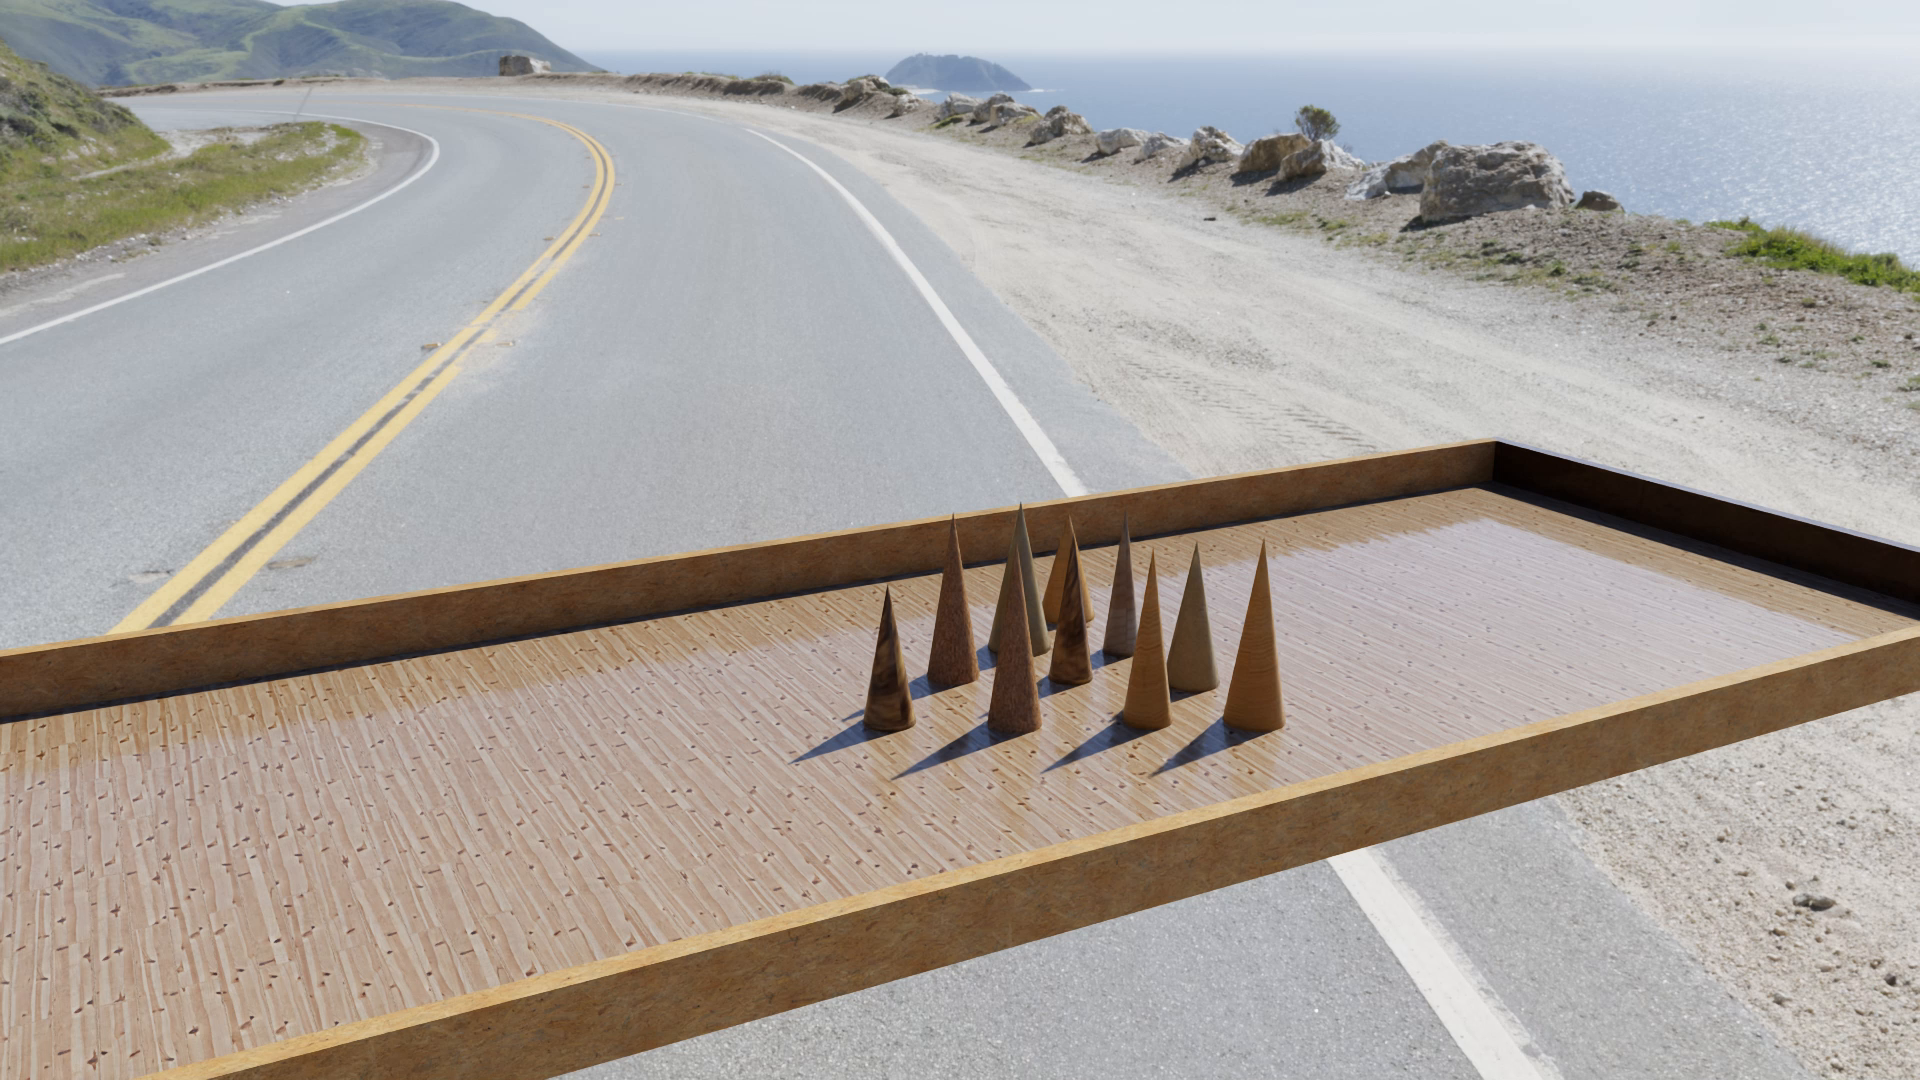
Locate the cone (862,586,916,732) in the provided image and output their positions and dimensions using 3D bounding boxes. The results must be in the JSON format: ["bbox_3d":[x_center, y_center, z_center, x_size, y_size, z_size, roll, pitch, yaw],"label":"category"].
[{"bbox_3d":[-0.167,0.263,3.845,0.127,0.346,0.127,0,16,0],"label":"cone"}]

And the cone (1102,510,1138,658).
[{"bbox_3d":[0.427,0.100,4.303,0.101,0.401,0.101,0,16,0],"label":"cone"}]

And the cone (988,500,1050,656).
[{"bbox_3d":[0.158,0.090,4.331,0.169,0.404,0.169,0,16,0],"label":"cone"}]

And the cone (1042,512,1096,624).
[{"bbox_3d":[0.300,0.067,4.589,0.160,0.304,0.160,0,16,0],"label":"cone"}]

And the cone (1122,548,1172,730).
[{"bbox_3d":[0.443,0.220,3.843,0.119,0.430,0.119,0,16,0],"label":"cone"}]

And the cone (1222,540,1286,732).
[{"bbox_3d":[0.697,0.208,3.840,0.148,0.455,0.148,0,16,0],"label":"cone"}]

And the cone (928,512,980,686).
[{"bbox_3d":[-0.017,0.136,4.124,0.135,0.433,0.135,0,16,0],"label":"cone"}]

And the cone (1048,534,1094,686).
[{"bbox_3d":[0.280,0.163,4.117,0.113,0.386,0.113,0,16,0],"label":"cone"}]

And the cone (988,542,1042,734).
[{"bbox_3d":[0.129,0.215,3.820,0.129,0.454,0.129,0,16,0],"label":"cone"}]

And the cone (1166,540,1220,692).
[{"bbox_3d":[0.580,0.178,4.090,0.145,0.371,0.145,0,16,0],"label":"cone"}]

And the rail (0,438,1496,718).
[{"bbox_3d":[-3.305,0.497,3.399,12.000,0.150,0.050,-9,18,-27],"label":"rail"}]

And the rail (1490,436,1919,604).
[{"bbox_3d":[2.466,-0.048,5.253,0.050,0.150,2.100,-9,18,-27],"label":"rail"}]

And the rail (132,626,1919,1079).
[{"bbox_3d":[-2.336,1.006,1.665,12.000,0.150,0.050,-9,18,-27],"label":"rail"}]
